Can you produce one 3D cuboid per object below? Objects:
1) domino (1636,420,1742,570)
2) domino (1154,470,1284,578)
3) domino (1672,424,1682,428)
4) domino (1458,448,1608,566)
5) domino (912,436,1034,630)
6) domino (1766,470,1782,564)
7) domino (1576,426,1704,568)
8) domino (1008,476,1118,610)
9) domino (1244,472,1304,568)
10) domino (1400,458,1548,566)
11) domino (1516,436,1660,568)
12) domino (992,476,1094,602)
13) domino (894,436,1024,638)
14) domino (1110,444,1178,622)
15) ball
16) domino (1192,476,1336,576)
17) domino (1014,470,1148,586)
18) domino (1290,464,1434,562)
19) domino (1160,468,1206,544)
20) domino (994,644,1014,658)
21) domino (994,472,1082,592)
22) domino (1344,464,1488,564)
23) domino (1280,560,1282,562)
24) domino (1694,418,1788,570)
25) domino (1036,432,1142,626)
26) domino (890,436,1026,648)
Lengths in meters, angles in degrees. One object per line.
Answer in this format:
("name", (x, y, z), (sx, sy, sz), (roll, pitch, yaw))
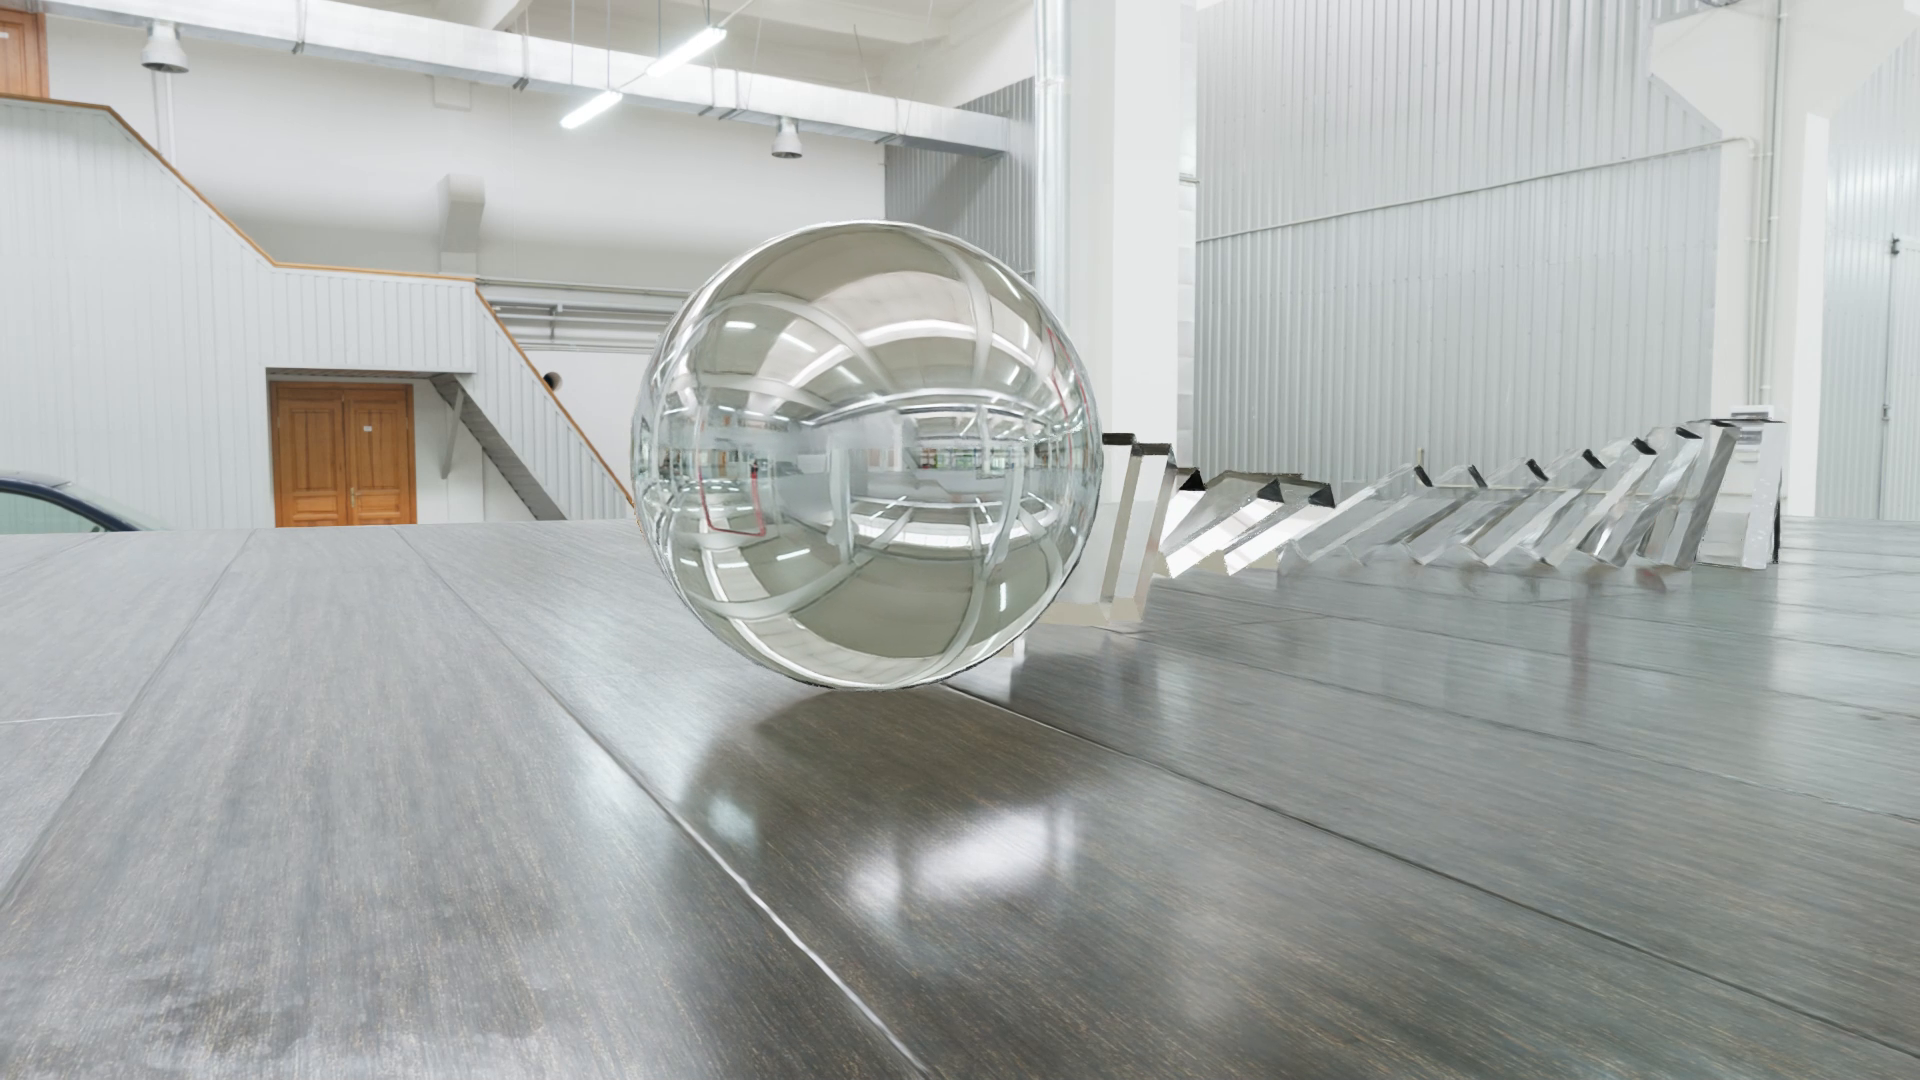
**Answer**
("domino", (0.251, -0.016, 0.442), (0.009, 0.050, 0.025), (17, 7, 9))
("domino", (0.080, -0.006, 0.424), (0.050, 0.009, 0.025), (-31, 23, -21))
("domino", (0.281, -0.018, 0.480), (0.025, 0.050, 0.009), (0, 4, 2))
("domino", (0.201, -0.012, 0.452), (0.050, 0.010, 0.025), (-43, -4, 11))
("domino", (0.004, -0.003, 0.305), (0.025, 0.050, 0.009), (0, -36, 7))
("domino", (0.278, -0.017, 0.460), (0.025, 0.050, 0.010), (1, 2, 14))
("domino", (0.235, -0.015, 0.445), (0.009, 0.050, 0.025), (30, 9, 7))
("domino", (0.027, 0.000, 0.346), (0.025, 0.010, 0.050), (0, 34, -1))
("domino", (0.106, -0.008, 0.459), (0.025, 0.009, 0.050), (2, 33, 26))
("domino", (0.182, -0.010, 0.456), (0.050, 0.010, 0.025), (-37, -3, 11))
("domino", (0.219, -0.014, 0.449), (0.010, 0.050, 0.025), (40, 10, 5))
("domino", (0.023, -0.001, 0.365), (0.025, 0.009, 0.050), (0, 34, -2))
("domino", (0.001, -0.002, 0.293), (0.025, 0.050, 0.010), (1, -36, 7))
("domino", (0.037, -0.003, 0.323), (0.025, 0.050, 0.010), (2, -39, 23))
("ball", (-0.015, -0.014, 0.220), (0.080, 0.080, 0.080), (0, 4, 0))
("domino", (0.099, -0.006, 0.433), (0.050, 0.010, 0.025), (-29, 22, -23))
("domino", (0.039, -0.005, 0.404), (0.025, 0.010, 0.050), (2, 36, 29))
("domino", (0.145, -0.010, 0.466), (0.050, 0.009, 0.025), (-33, -1, 9))
("domino", (0.056, -0.006, 0.418), (0.025, 0.009, 0.050), (4, 38, 44))
("domino", (0.000, 0.000, 0.268), (0.025, 0.050, 0.009), (1, -36, 7))
("domino", (0.023, -0.003, 0.386), (0.025, 0.010, 0.050), (-1, 34, 2))
("domino", (0.162, -0.010, 0.461), (0.050, 0.010, 0.025), (-33, -2, 11))
("domino", (0.107, 0.001, 0.487), (0.025, 0.009, 0.050), (1, 4, 10))
("domino", (0.268, -0.016, 0.444), (0.009, 0.050, 0.025), (6, 3, -12))
("domino", (0.027, -0.003, 0.312), (0.025, 0.050, 0.010), (1, -34, 23))
("domino", (0.000, -0.001, 0.280), (0.025, 0.050, 0.009), (1, -36, 7))
